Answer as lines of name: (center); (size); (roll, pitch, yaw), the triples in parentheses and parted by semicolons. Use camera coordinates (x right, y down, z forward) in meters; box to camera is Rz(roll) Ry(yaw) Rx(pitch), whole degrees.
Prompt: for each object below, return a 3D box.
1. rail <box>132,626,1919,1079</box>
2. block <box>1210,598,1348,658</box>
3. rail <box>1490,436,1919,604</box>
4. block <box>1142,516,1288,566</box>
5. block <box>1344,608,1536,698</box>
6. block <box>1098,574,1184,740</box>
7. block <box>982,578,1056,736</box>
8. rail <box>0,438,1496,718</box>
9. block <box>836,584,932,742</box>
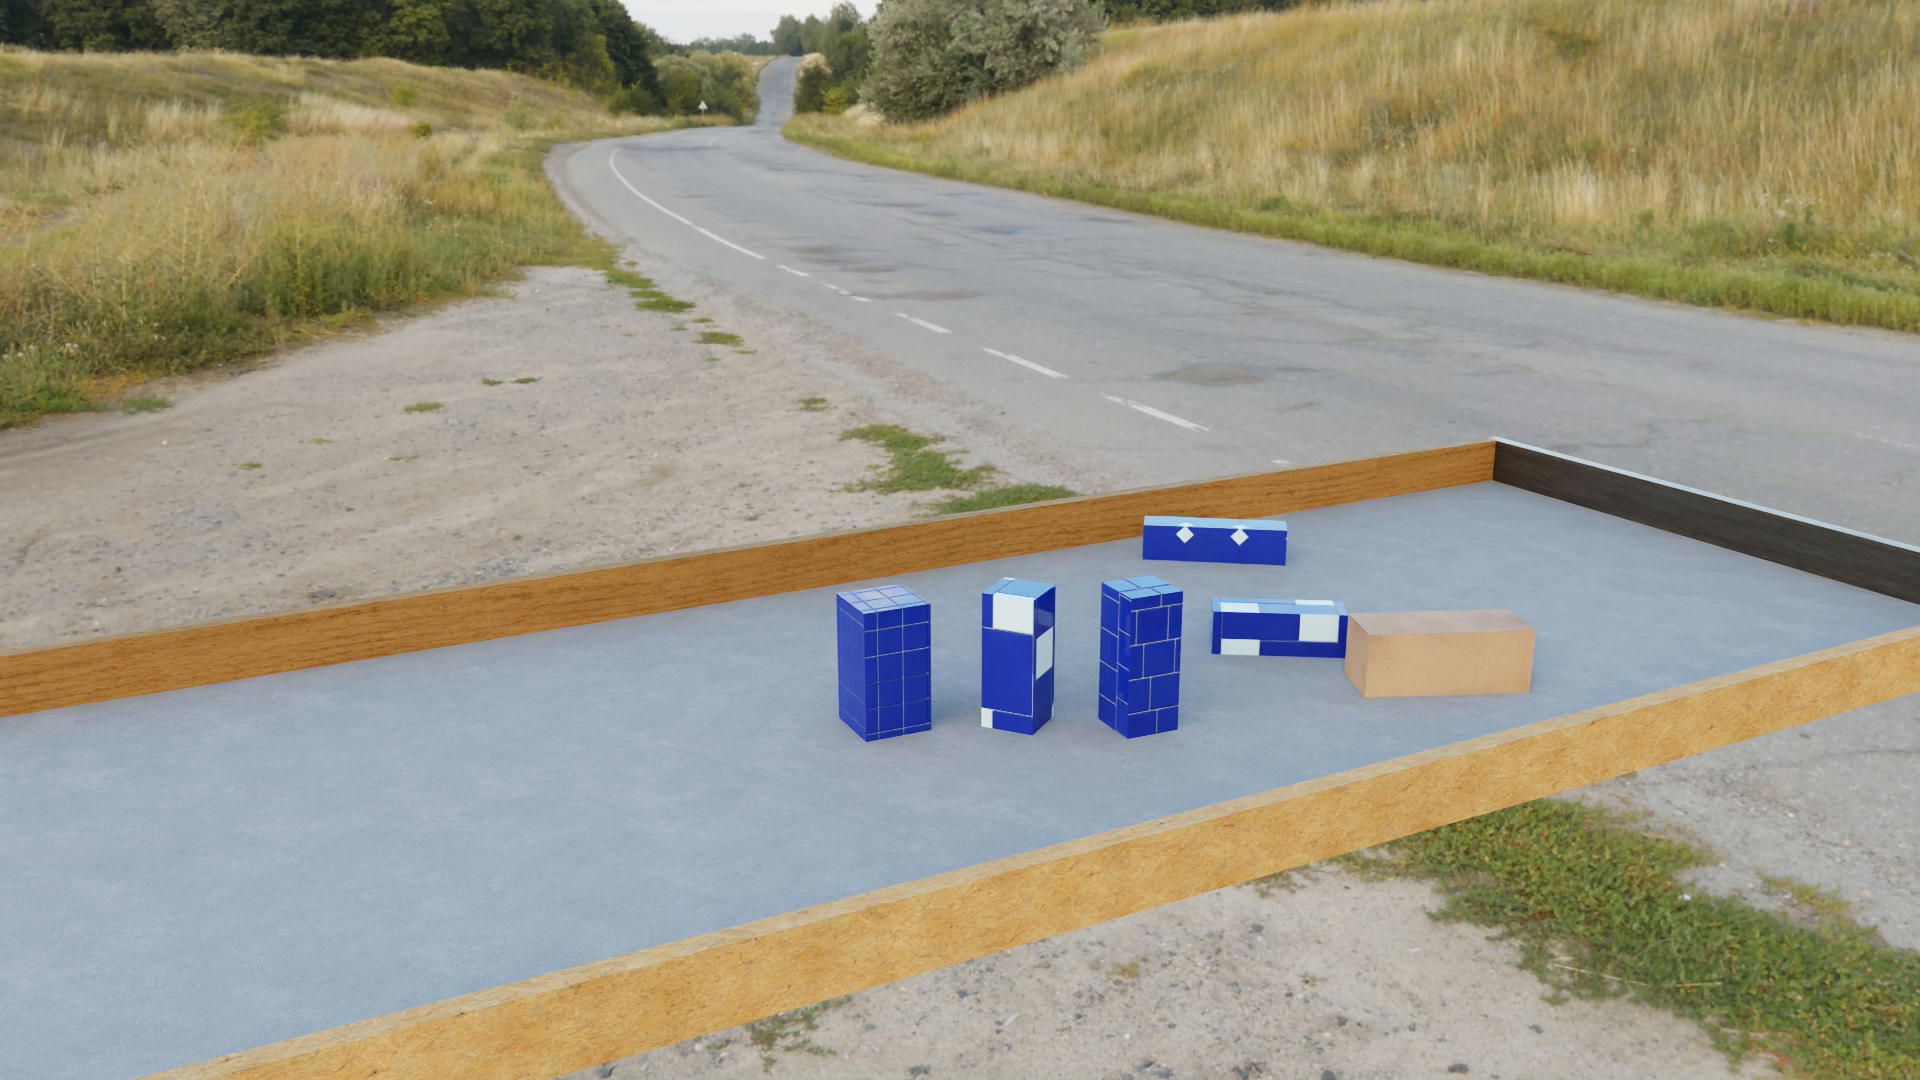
rail: (-2.336, 1.006, 1.665); (12.000, 0.150, 0.050); (-9, 18, -27)
block: (0.839, 0.231, 4.360); (0.345, 0.118, 0.118); (2, 16, 5)
rail: (2.466, -0.048, 5.253); (0.050, 0.150, 2.100); (-9, 18, -27)
block: (0.795, 0.000, 5.156); (0.438, 0.111, 0.111); (2, 17, 8)
block: (1.192, 0.280, 4.112); (0.416, 0.163, 0.163); (-1, 16, -5)
block: (0.418, 0.270, 3.833); (0.136, 0.340, 0.136); (-7, 18, -23)
block: (0.136, 0.270, 3.852); (0.129, 0.329, 0.129); (8, 18, 24)
rail: (-3.305, 0.497, 3.399); (12.000, 0.150, 0.050); (-9, 18, -27)
block: (-0.177, 0.283, 3.841); (0.165, 0.310, 0.165); (-8, 18, -25)
